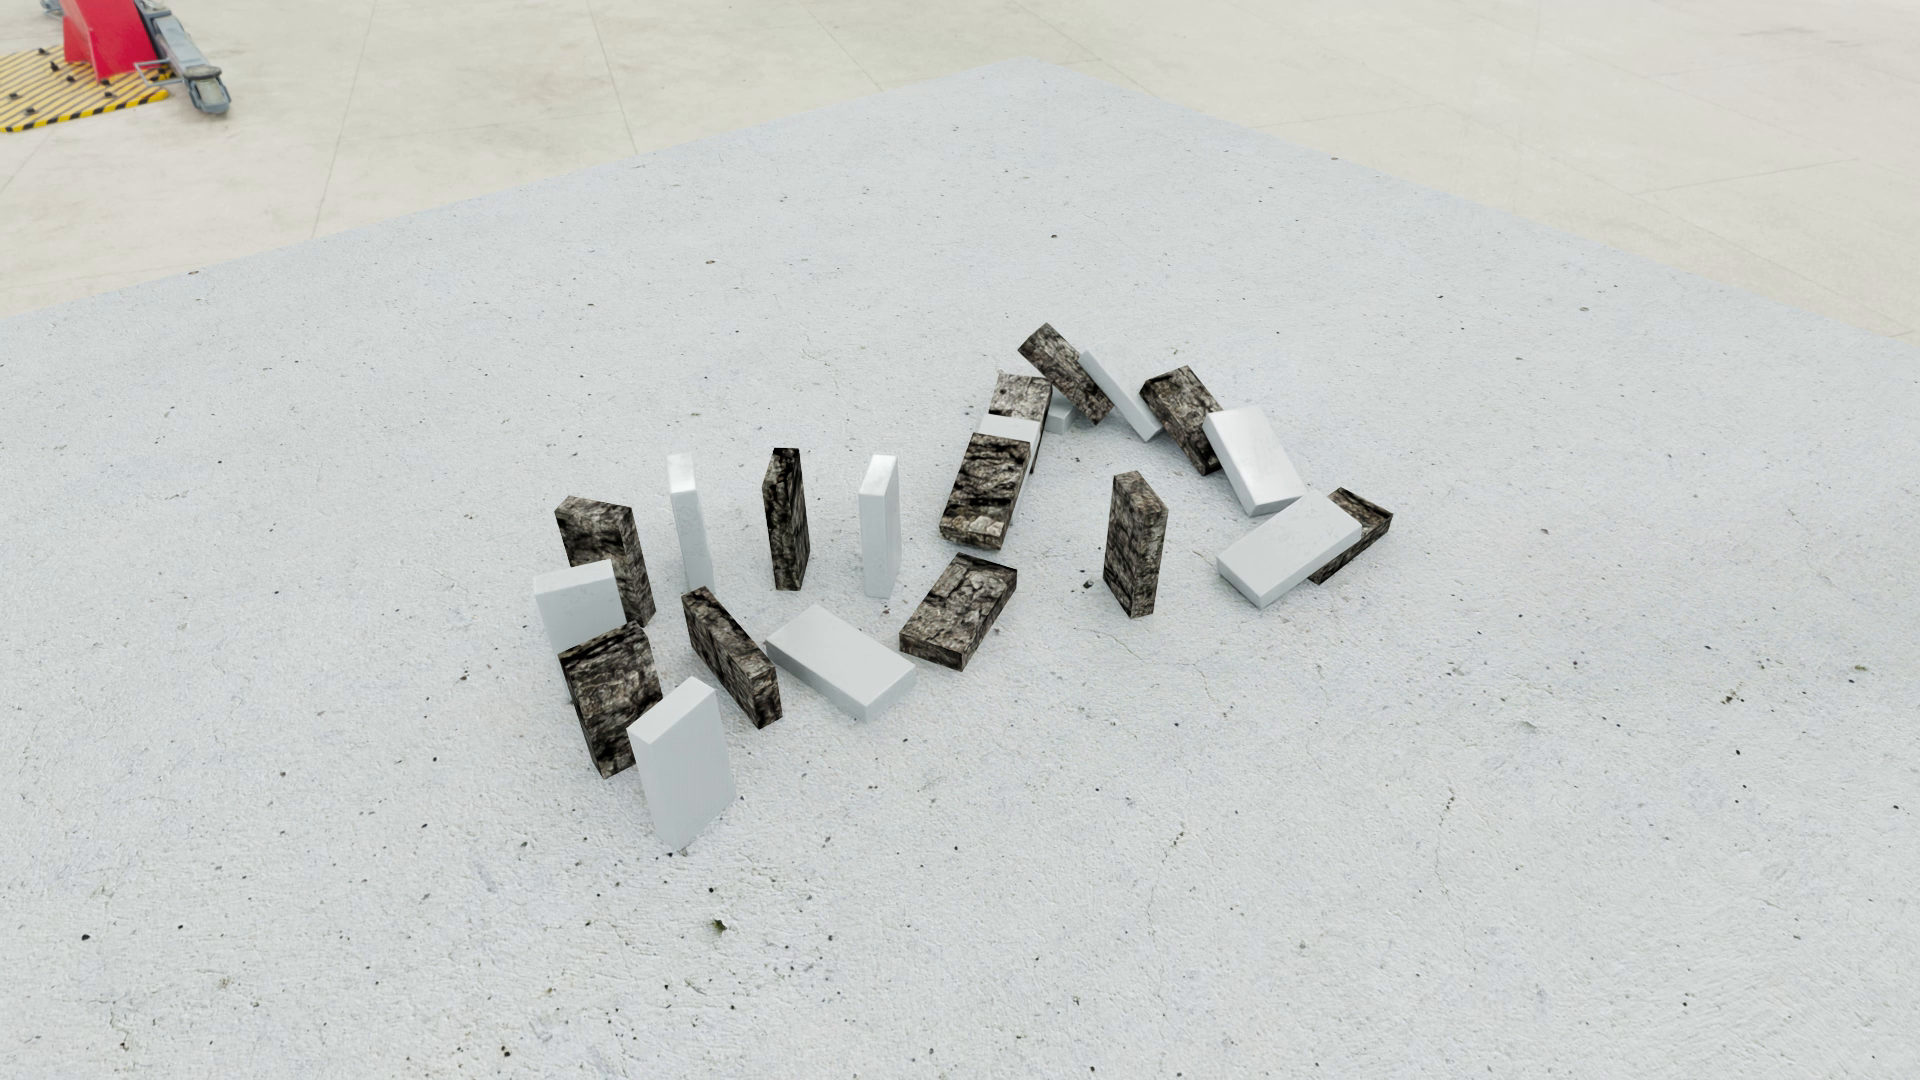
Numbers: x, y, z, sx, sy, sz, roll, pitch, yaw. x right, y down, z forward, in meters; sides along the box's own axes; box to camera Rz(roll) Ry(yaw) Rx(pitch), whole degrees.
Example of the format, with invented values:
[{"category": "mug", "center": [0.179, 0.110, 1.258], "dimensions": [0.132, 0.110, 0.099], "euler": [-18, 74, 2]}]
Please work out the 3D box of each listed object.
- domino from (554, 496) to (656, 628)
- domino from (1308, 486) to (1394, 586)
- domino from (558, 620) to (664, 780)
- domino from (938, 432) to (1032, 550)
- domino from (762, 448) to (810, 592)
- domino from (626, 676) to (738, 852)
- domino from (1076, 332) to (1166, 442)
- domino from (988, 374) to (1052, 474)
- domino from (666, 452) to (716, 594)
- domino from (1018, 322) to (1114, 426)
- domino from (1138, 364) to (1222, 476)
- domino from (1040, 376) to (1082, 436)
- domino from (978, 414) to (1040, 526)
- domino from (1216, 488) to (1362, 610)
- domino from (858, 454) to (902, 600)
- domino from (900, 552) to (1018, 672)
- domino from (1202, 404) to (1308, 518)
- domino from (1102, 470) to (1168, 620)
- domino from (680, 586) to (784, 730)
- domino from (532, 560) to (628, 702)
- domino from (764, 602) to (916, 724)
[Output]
[{"category": "domino", "center": [-0.129, 0.009, 0.401], "dimensions": [0.025, 0.050, 0.009], "euler": [10, 40, 12]}, {"category": "domino", "center": [0.150, -0.002, 0.446], "dimensions": [0.050, 0.010, 0.025], "euler": [-30, 48, -31]}, {"category": "domino", "center": [-0.108, 0.051, 0.349], "dimensions": [0.025, 0.050, 0.010], "euler": [-25, 46, -28]}, {"category": "domino", "center": [0.011, -0.021, 0.452], "dimensions": [0.025, 0.009, 0.050], "euler": [11, 56, 13]}, {"category": "domino", "center": [-0.066, -0.008, 0.421], "dimensions": [0.010, 0.050, 0.025], "euler": [2, 39, 2]}, {"category": "domino", "center": [-0.082, 0.067, 0.329], "dimensions": [0.009, 0.050, 0.025], "euler": [24, 45, 27]}, {"category": "domino", "center": [0.080, -0.071, 0.511], "dimensions": [0.025, 0.009, 0.050], "euler": [-31, 77, -38]}, {"category": "domino", "center": [0.025, -0.054, 0.499], "dimensions": [0.025, 0.009, 0.050], "euler": [7, 54, 11]}, {"category": "domino", "center": [-0.102, -0.005, 0.418], "dimensions": [0.010, 0.050, 0.025], "euler": [-9, 40, -11]}, {"category": "domino", "center": [0.052, -0.078, 0.511], "dimensions": [0.050, 0.010, 0.025], "euler": [44, 34, -1]}, {"category": "domino", "center": [0.106, -0.054, 0.495], "dimensions": [0.025, 0.009, 0.050], "euler": [-23, 67, -25]}, {"category": "domino", "center": [0.048, -0.070, 0.529], "dimensions": [0.025, 0.009, 0.050], "euler": [18, 43, 21]}, {"category": "domino", "center": [0.016, -0.031, 0.471], "dimensions": [0.025, 0.009, 0.050], "euler": [10, 56, 12]}, {"category": "domino", "center": [0.127, 0.003, 0.427], "dimensions": [0.050, 0.009, 0.025], "euler": [-33, 51, -10]}, {"category": "domino", "center": [-0.030, -0.005, 0.417], "dimensions": [0.010, 0.050, 0.025], "euler": [6, 40, 7]}, {"category": "domino", "center": [0.000, 0.026, 0.412], "dimensions": [0.025, 0.010, 0.050], "euler": [17, 42, 19]}, {"category": "domino", "center": [0.127, -0.035, 0.474], "dimensions": [0.025, 0.009, 0.050], "euler": [-11, 59, -14]}, {"category": "domino", "center": [0.065, 0.002, 0.409], "dimensions": [0.009, 0.050, 0.025], "euler": [-12, 41, -15]}, {"category": "domino", "center": [-0.080, 0.040, 0.382], "dimensions": [0.009, 0.025, 0.050], "euler": [-26, 46, -28]}, {"category": "domino", "center": [-0.126, 0.031, 0.373], "dimensions": [0.025, 0.050, 0.010], "euler": [-14, 41, -16]}, {"category": "domino", "center": [-0.043, 0.043, 0.391], "dimensions": [0.050, 0.010, 0.025], "euler": [28, 47, 30]}]
